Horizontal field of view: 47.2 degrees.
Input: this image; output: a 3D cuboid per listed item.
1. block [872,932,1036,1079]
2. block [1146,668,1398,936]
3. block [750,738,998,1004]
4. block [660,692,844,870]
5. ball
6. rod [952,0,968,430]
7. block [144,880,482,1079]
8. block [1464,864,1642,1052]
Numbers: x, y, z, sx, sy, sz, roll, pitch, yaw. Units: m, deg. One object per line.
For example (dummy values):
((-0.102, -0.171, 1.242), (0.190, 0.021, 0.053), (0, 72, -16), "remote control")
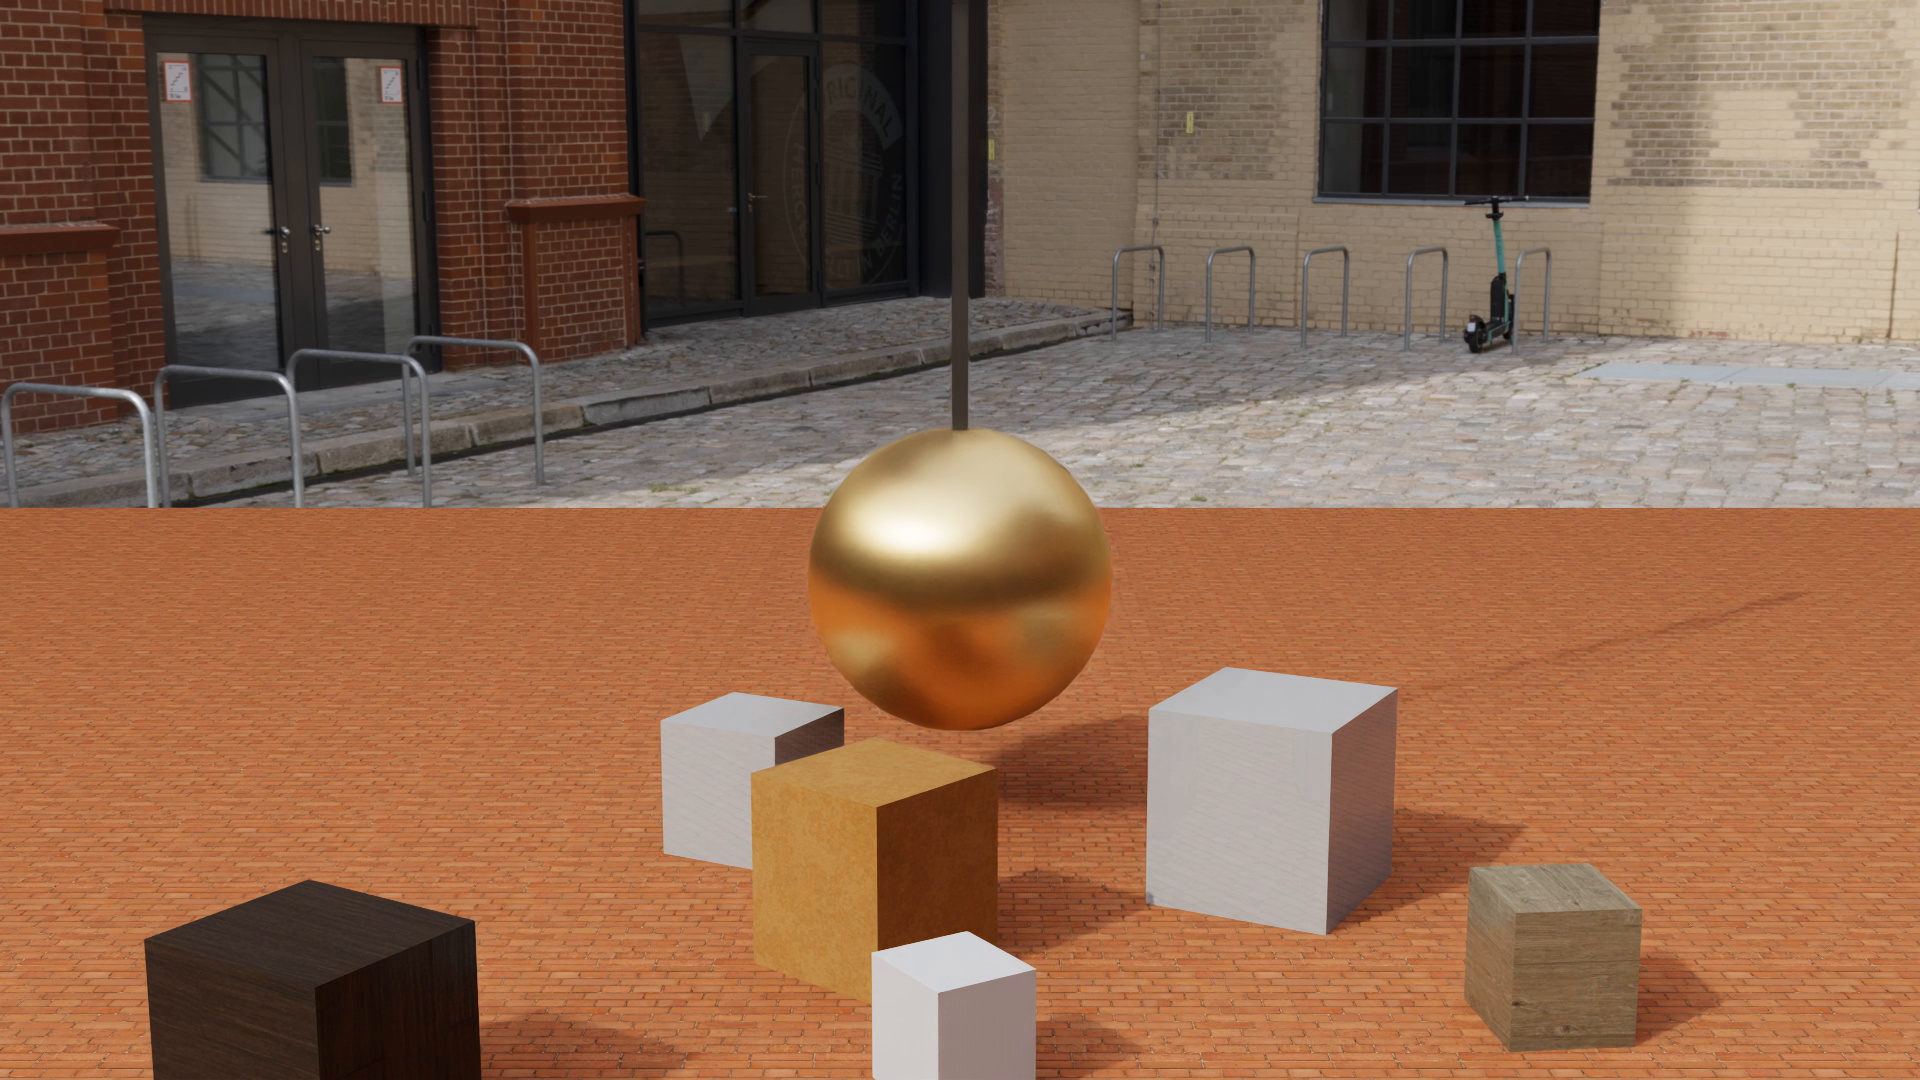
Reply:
((-0.025, 1.810, 8.223), (0.427, 0.497, 0.470), (-7, 12, -32), "block")
((1.476, 1.199, 10.360), (0.879, 0.935, 0.932), (6, 12, 28), "block")
((-0.363, 1.403, 9.468), (0.737, 0.852, 0.757), (9, 14, 41), "block")
((-1.031, 1.204, 11.033), (0.667, 0.684, 0.646), (5, 12, 28), "block")
((0.000, 0.200, 11.520), (1.600, 1.600, 1.600), (0, 10, 0), "ball")
((0.000, -3.111, 10.746), (0.080, 5.200, 0.080), (0, 13, 0), "rod")
((-2.272, 1.748, 7.772), (0.844, 0.779, 0.738), (6, 12, 31), "block")
((2.368, 1.665, 8.820), (0.507, 0.569, 0.549), (-1, 10, -6), "block")
